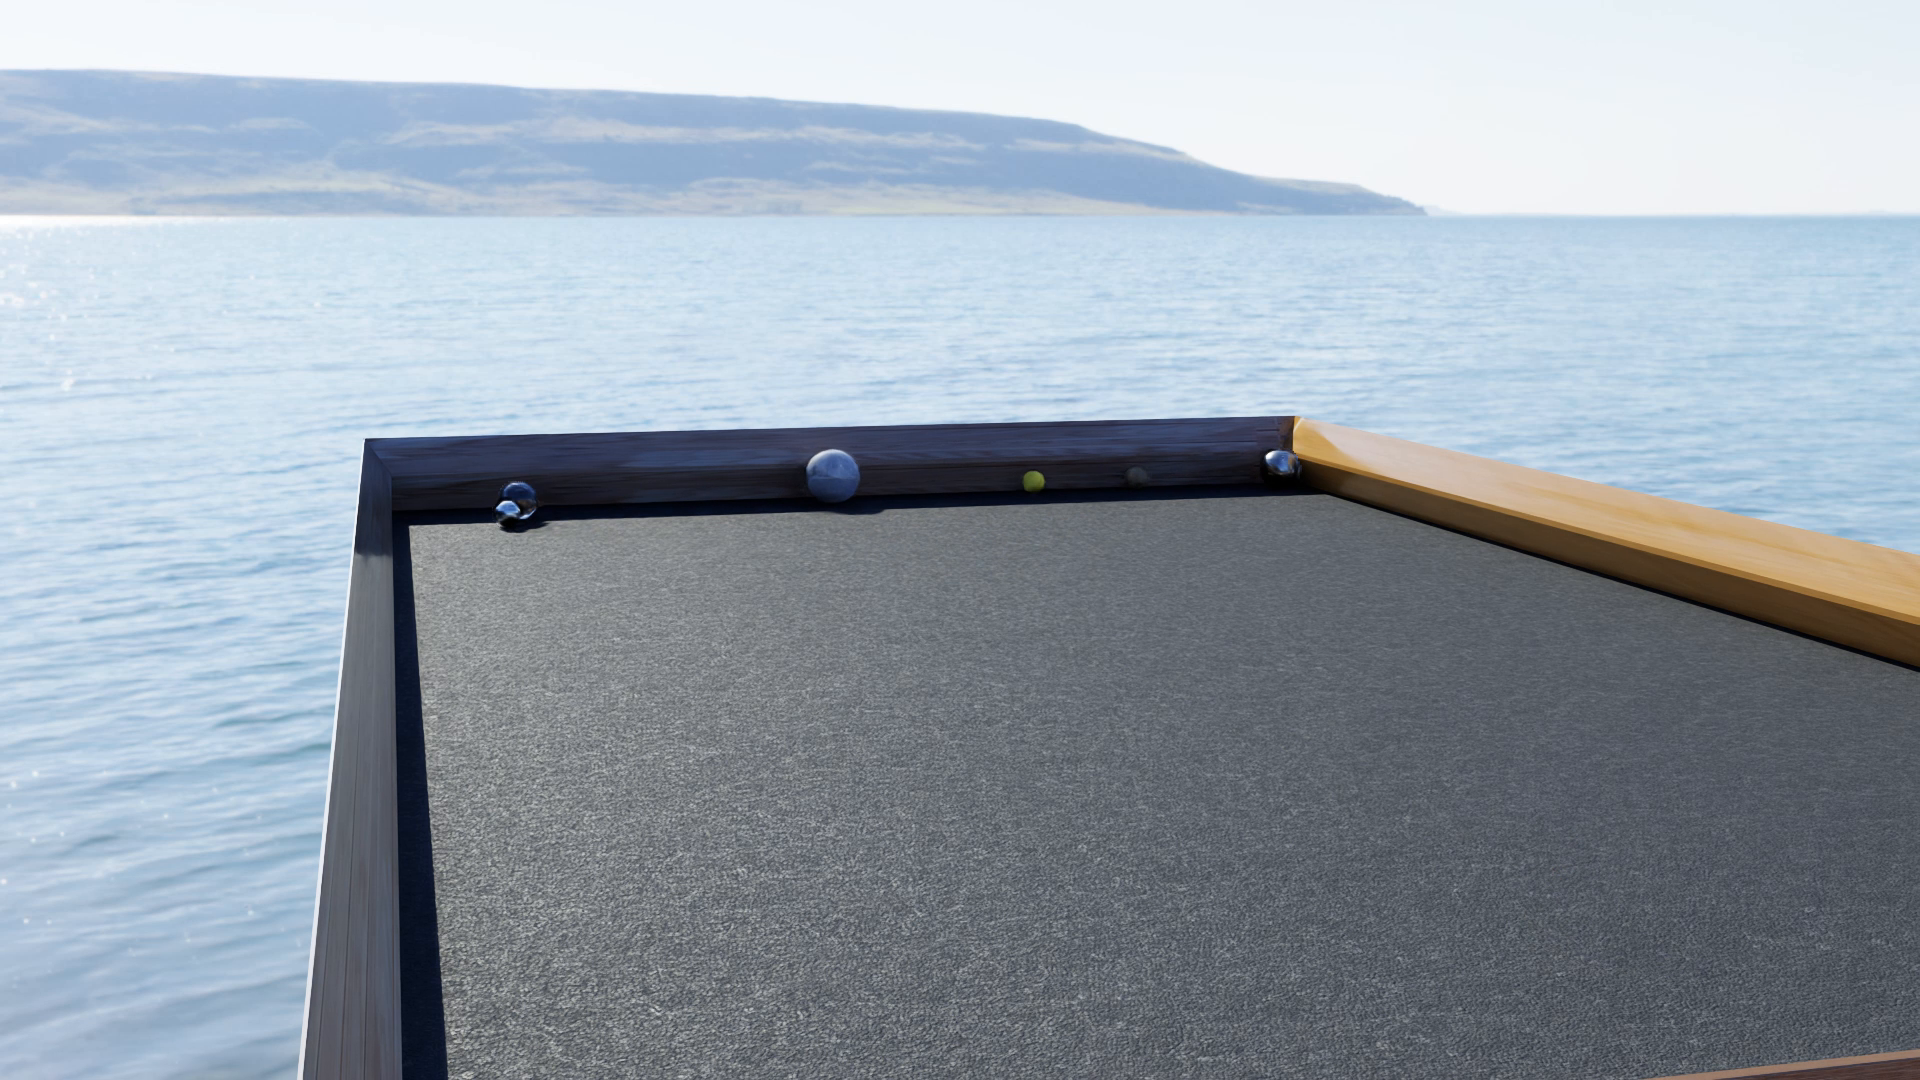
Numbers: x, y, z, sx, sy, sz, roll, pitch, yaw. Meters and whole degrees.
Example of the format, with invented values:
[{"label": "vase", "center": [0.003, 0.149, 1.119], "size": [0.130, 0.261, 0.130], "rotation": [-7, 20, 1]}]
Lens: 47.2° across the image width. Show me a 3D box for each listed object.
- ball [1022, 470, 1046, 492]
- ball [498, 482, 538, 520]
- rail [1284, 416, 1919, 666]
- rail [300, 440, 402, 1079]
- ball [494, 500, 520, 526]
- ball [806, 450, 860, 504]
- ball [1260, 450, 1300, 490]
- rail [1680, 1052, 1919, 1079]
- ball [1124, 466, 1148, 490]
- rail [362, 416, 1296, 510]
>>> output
[{"label": "ball", "center": [0.139, -0.110, 4.142], "size": [0.042, 0.042, 0.042], "rotation": [0, 8, 0]}, {"label": "ball", "center": [-0.758, -0.067, 3.776], "size": [0.065, 0.065, 0.065], "rotation": [0, 8, 0]}, {"label": "rail", "center": [1.027, 0.045, 2.803], "size": [0.045, 0.128, 3.144], "rotation": [-2, 9, -14]}, {"label": "rail", "center": [-0.635, 0.109, 2.379], "size": [0.045, 0.128, 3.144], "rotation": [-2, 9, -14]}, {"label": "ball", "center": [-0.760, -0.044, 3.695], "size": [0.044, 0.044, 0.044], "rotation": [0, 8, 0]}, {"label": "ball", "center": [-0.231, -0.115, 3.986], "size": [0.099, 0.099, 0.099], "rotation": [0, 8, 0]}, {"label": "ball", "center": [0.611, -0.135, 4.195], "size": [0.076, 0.076, 0.076], "rotation": [0, 8, 0]}, {"label": "rail", "center": [0.583, 0.298, 1.108], "size": [1.764, 0.128, 0.045], "rotation": [-2, 9, -14]}, {"label": "ball", "center": [0.336, -0.119, 4.190], "size": [0.046, 0.046, 0.046], "rotation": [0, 8, 0]}, {"label": "rail", "center": [-0.190, -0.144, 4.073], "size": [1.764, 0.128, 0.045], "rotation": [-2, 9, -14]}]
